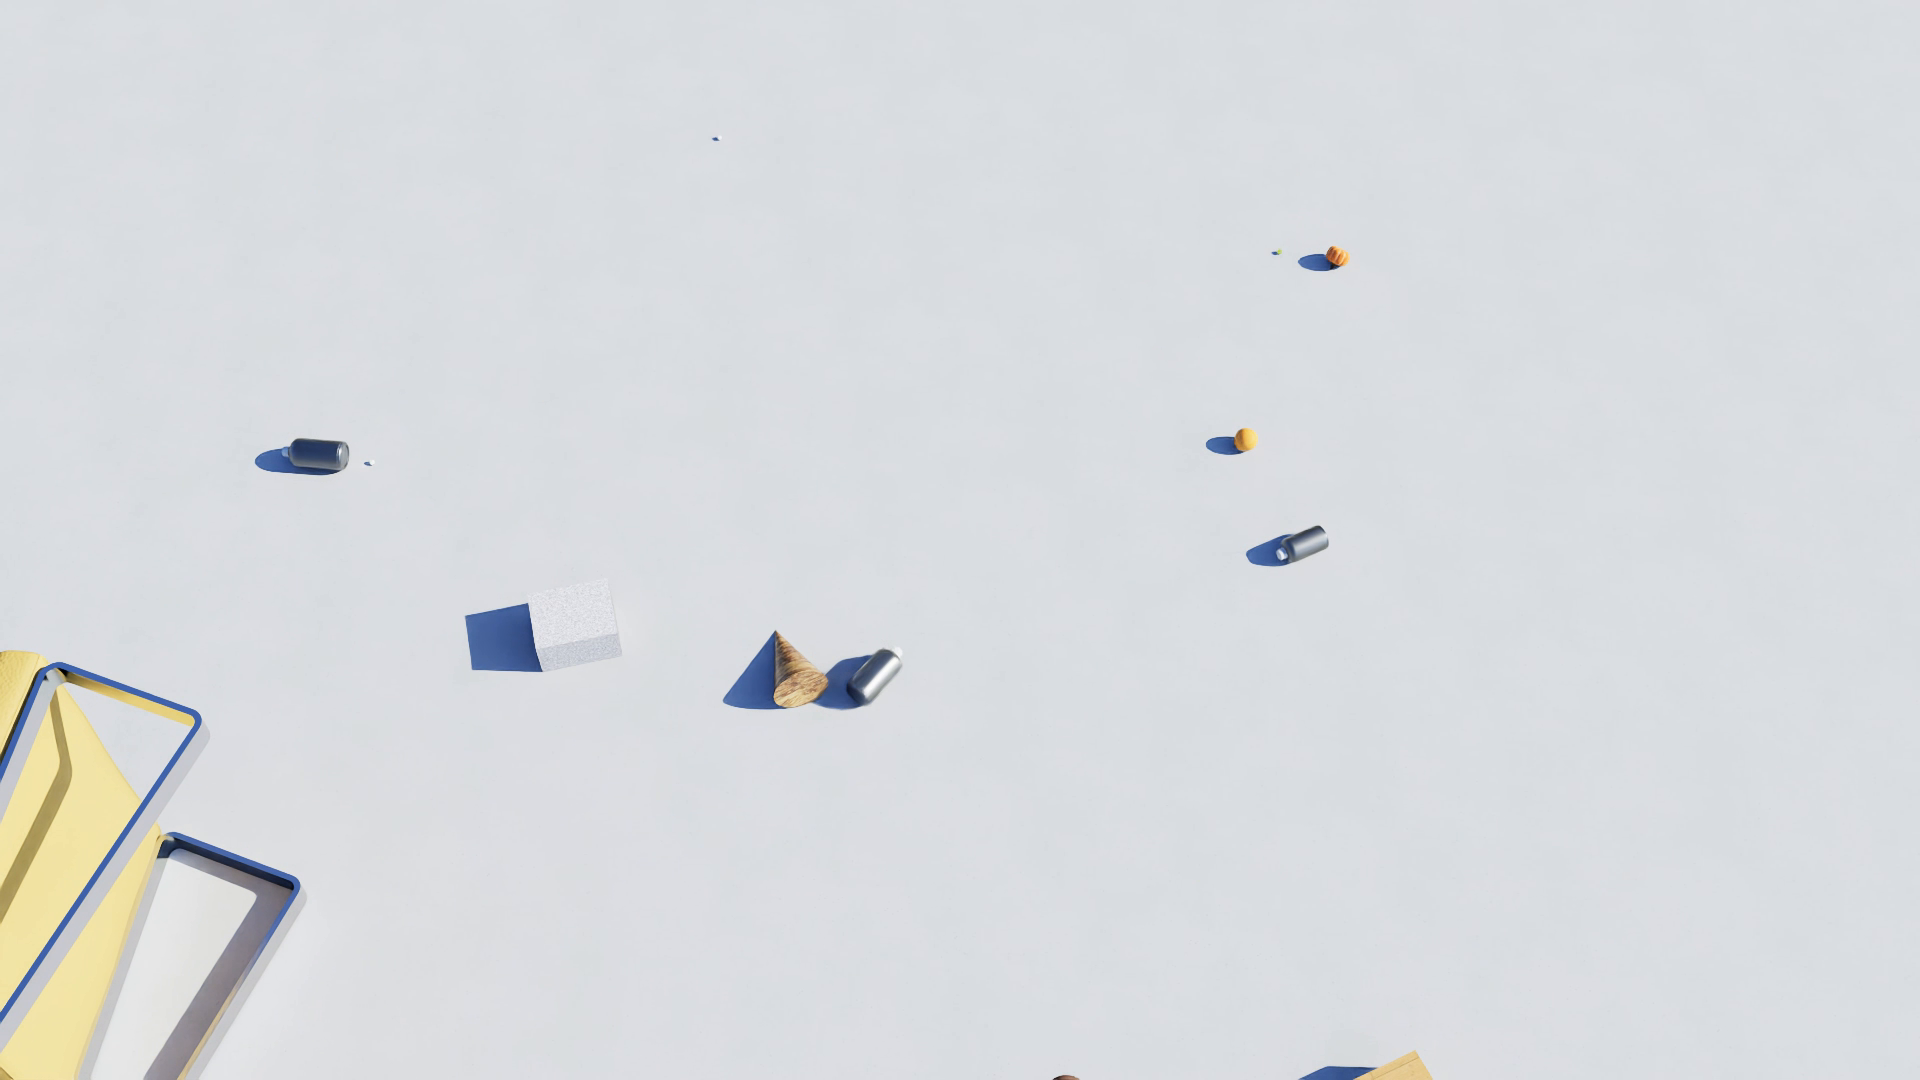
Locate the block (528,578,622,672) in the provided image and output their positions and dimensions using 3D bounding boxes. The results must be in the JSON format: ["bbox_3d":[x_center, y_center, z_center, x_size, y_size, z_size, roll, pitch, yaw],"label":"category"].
[{"bbox_3d":[-1.108,0.245,6.333,0.232,0.128,0.191,-11,57,-8],"label":"block"}]

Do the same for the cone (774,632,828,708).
[{"bbox_3d":[-0.494,0.342,6.307,0.161,0.129,0.261,-19,44,-10],"label":"cone"}]

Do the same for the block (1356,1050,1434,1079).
[{"bbox_3d":[1.080,1.403,5.555,0.209,0.129,0.112,-22,59,-14],"label":"block"}]
